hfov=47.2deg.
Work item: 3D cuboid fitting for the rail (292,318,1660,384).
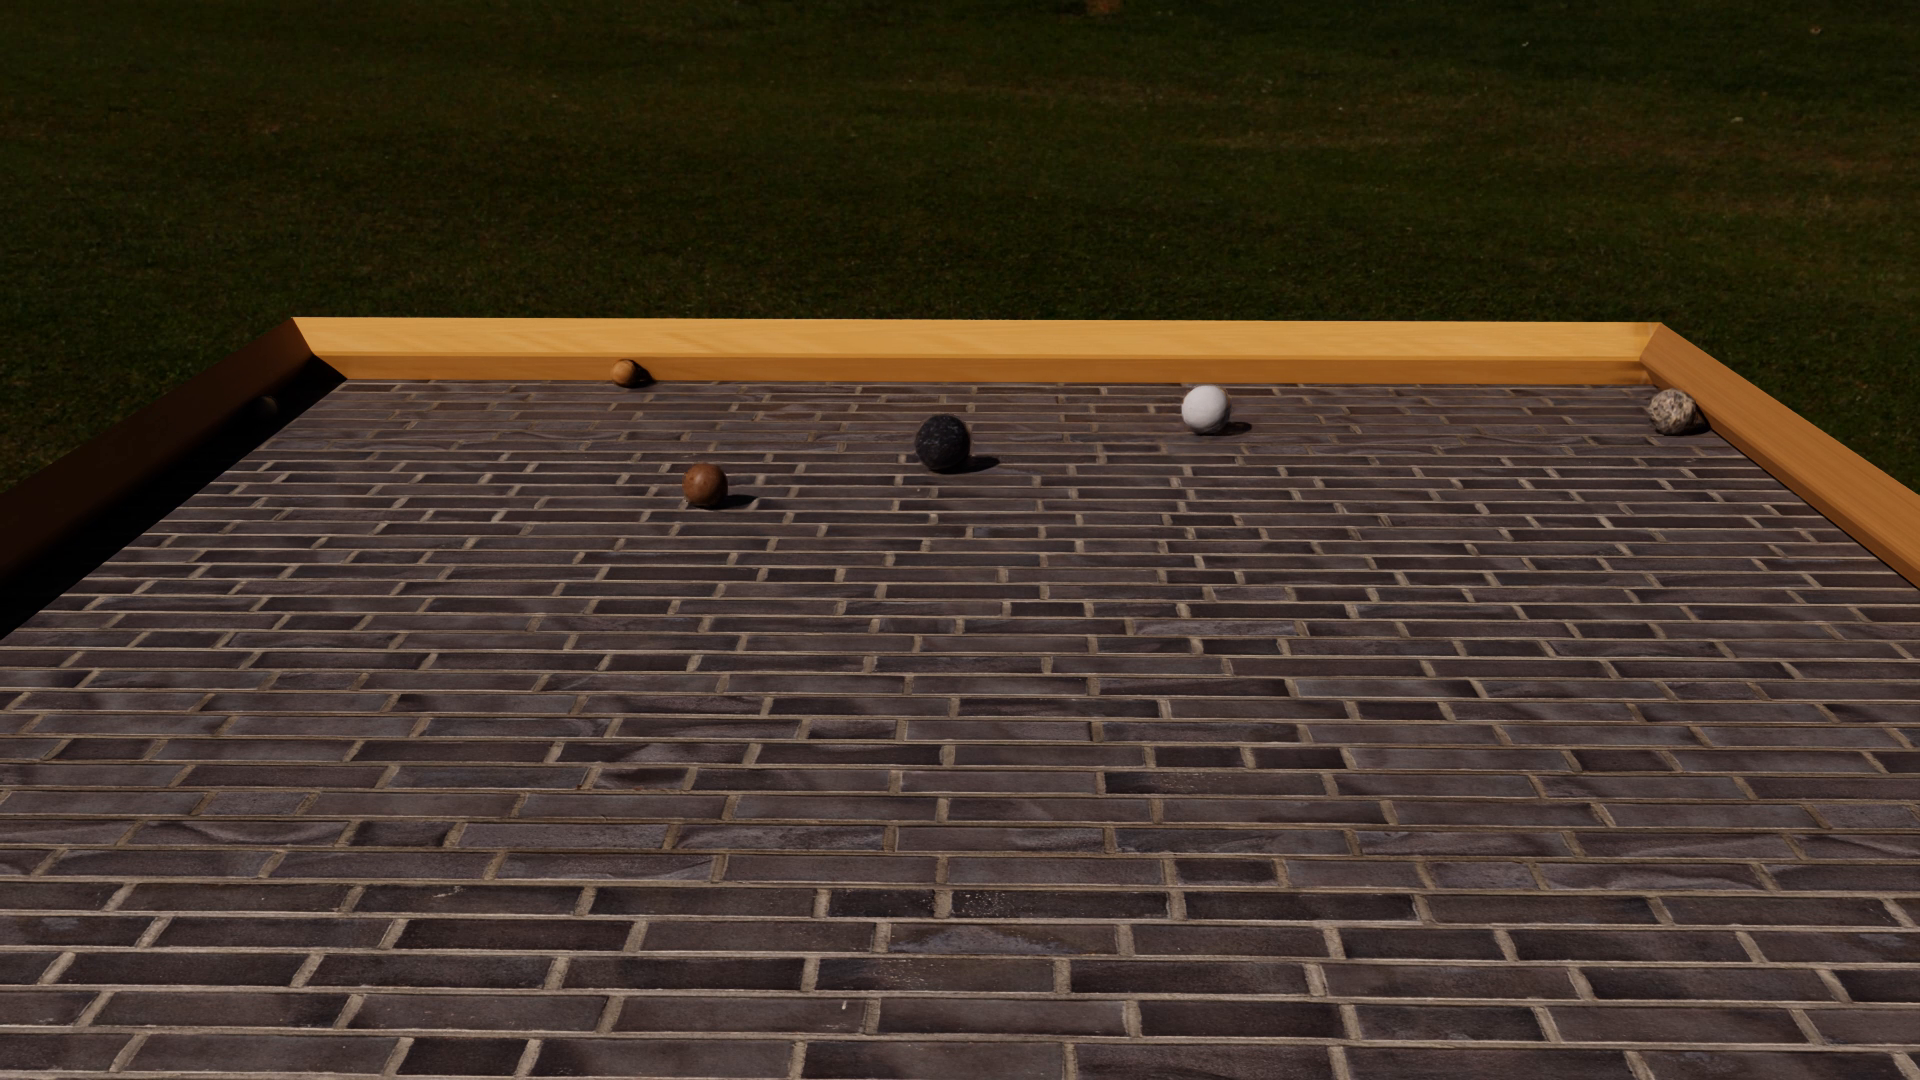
[{"bbox_3d":[0.021,-0.328,3.865,2.413,0.110,0.045,0,17,1],"label":"rail"}]

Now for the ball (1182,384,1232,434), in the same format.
[{"bbox_3d":[0.395,-0.209,3.524,0.079,0.079,0.079,0,17,0],"label":"ball"}]

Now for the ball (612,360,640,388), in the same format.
[{"bbox_3d":[-0.587,-0.292,3.858,0.047,0.047,0.047,0,17,0],"label":"ball"}]

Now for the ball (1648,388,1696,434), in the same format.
[{"bbox_3d":[1.141,-0.206,3.522,0.074,0.074,0.074,0,17,0],"label":"ball"}]

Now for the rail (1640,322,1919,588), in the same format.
[{"bbox_3d":[1.161,0.295,1.776,0.045,0.110,4.362,0,17,1],"label":"rail"}]

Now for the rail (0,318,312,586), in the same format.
[{"bbox_3d":[-1.204,0.282,1.821,0.045,0.110,4.362,0,17,1],"label":"rail"}]

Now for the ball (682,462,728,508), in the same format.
[{"bbox_3d":[-0.360,-0.078,3.110,0.064,0.064,0.064,0,17,0],"label":"ball"}]

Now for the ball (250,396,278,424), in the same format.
[{"bbox_3d":[-1.140,-0.213,3.600,0.044,0.044,0.044,0,17,0],"label":"ball"}]

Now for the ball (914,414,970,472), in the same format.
[{"bbox_3d":[-0.026,-0.145,3.301,0.085,0.085,0.085,0,17,0],"label":"ball"}]
